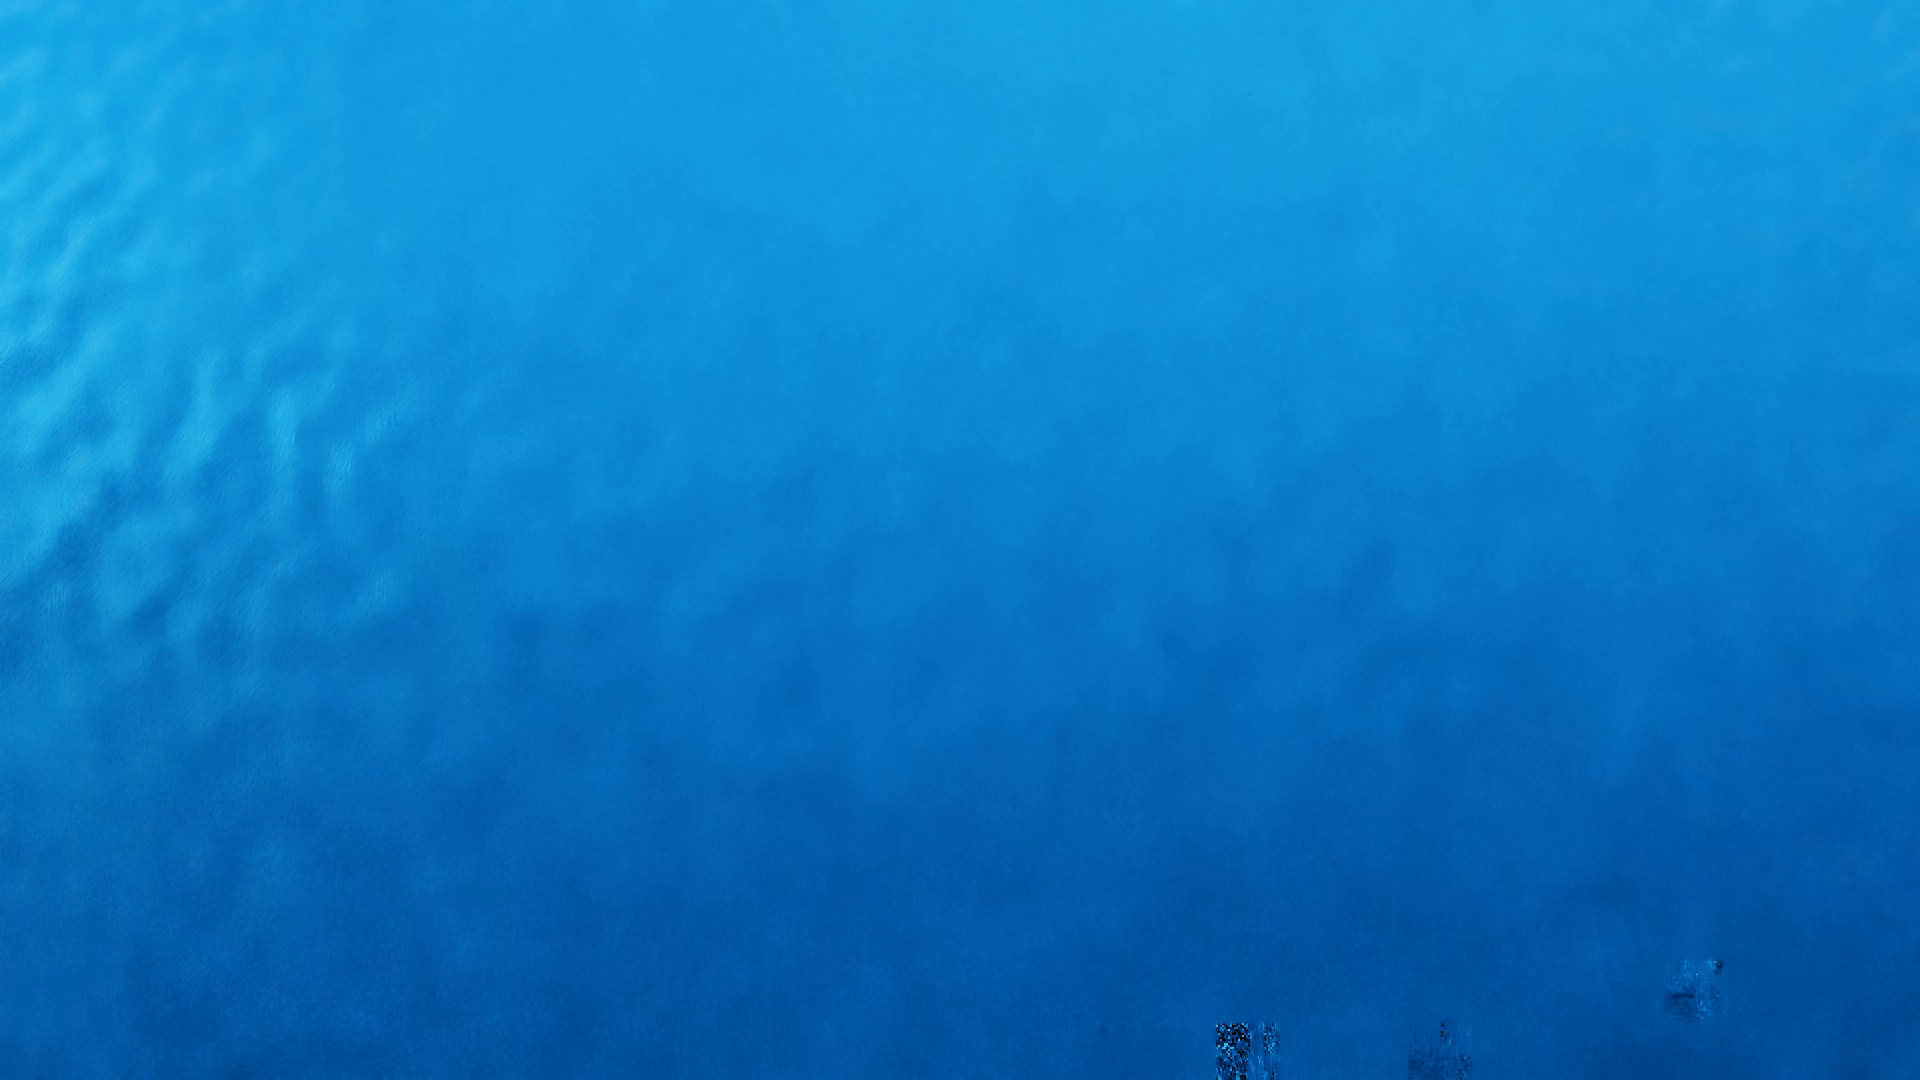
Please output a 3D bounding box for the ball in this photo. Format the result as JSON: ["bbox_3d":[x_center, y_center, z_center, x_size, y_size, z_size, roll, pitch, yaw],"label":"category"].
[{"bbox_3d":[0.001,-0.001,0.052,0.080,0.080,0.080,0,4,0],"label":"ball"}]
